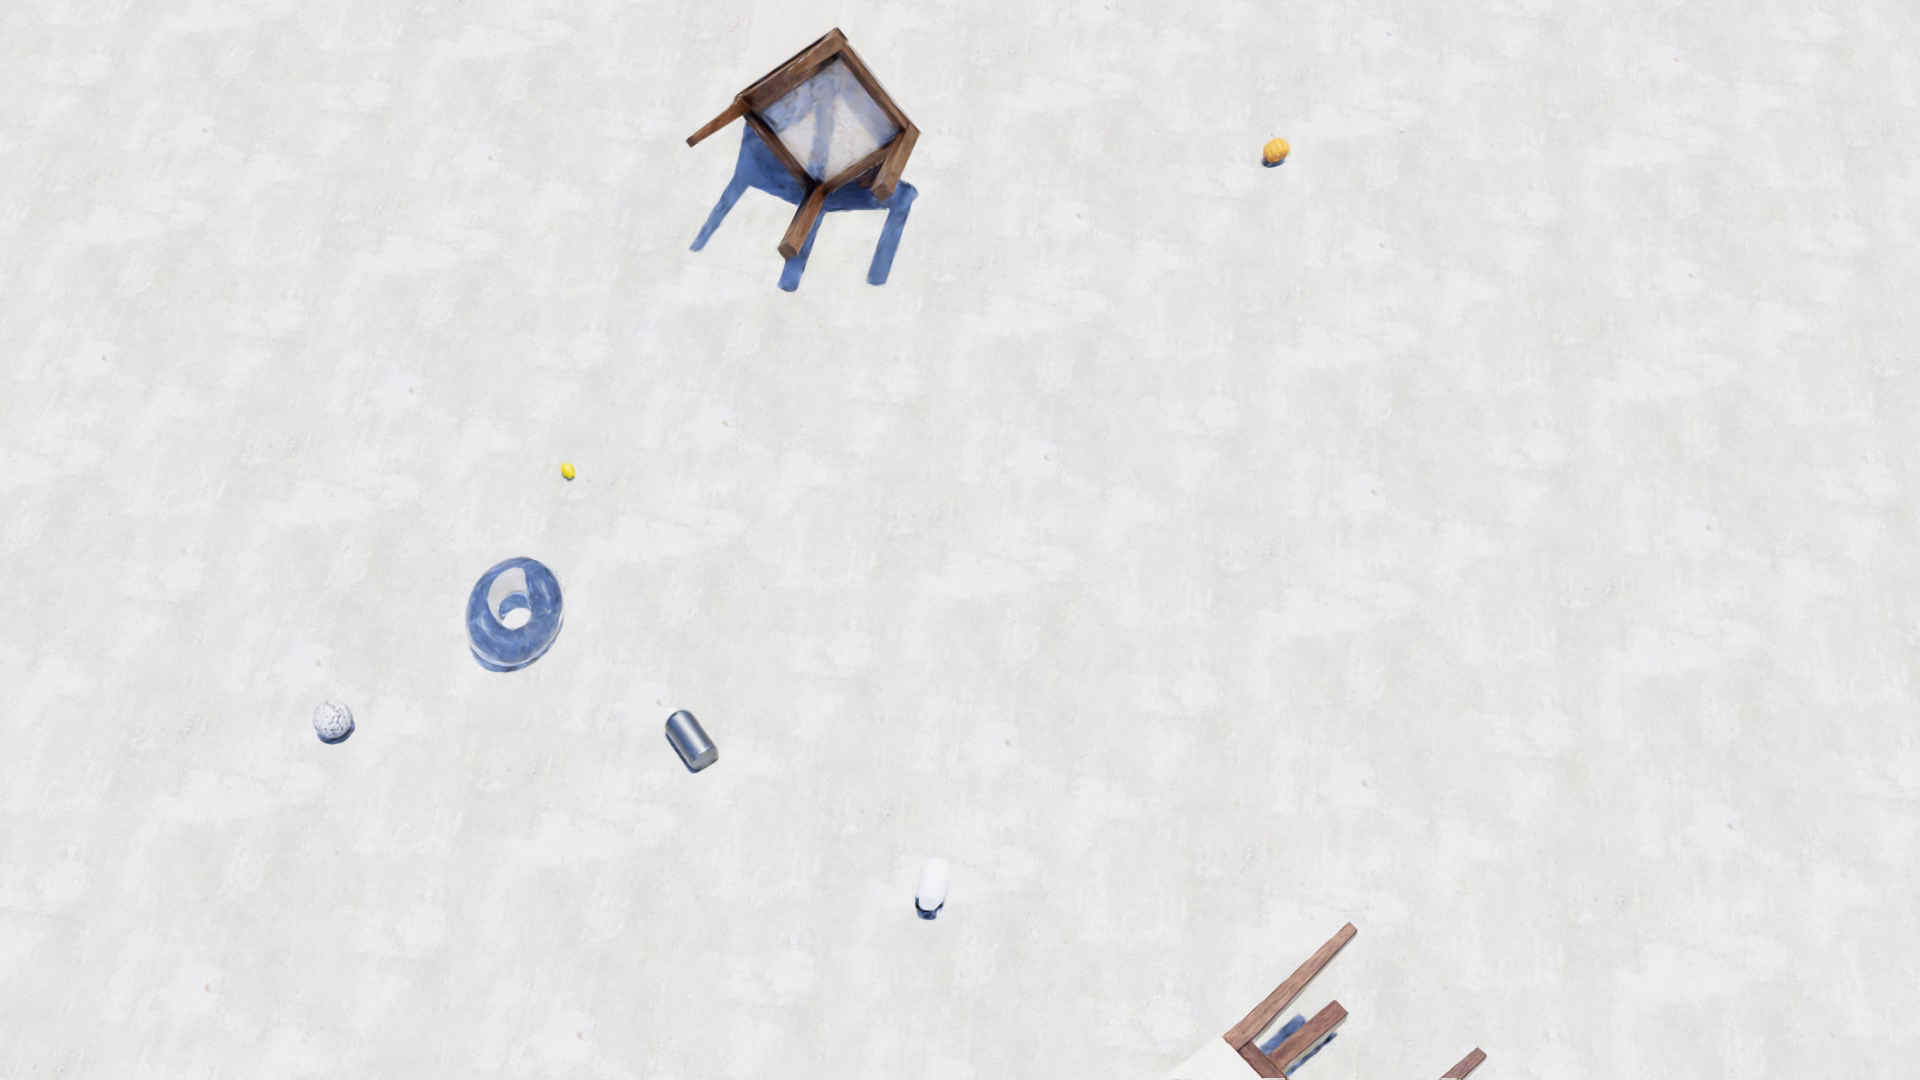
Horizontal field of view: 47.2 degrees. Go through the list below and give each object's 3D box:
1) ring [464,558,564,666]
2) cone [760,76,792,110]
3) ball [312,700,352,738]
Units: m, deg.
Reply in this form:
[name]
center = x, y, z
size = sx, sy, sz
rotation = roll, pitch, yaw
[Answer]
[ring]
center = -1.286, 0.204, 6.350
size = 0.272, 0.100, 0.342
rotation = 23, 63, -9
[cone]
center = -0.646, -1.505, 7.510
size = 0.091, 0.165, 0.122
rotation = -27, 77, 5
[ball]
center = -1.762, 0.501, 6.172
size = 0.108, 0.108, 0.108
rotation = 0, 56, 0
